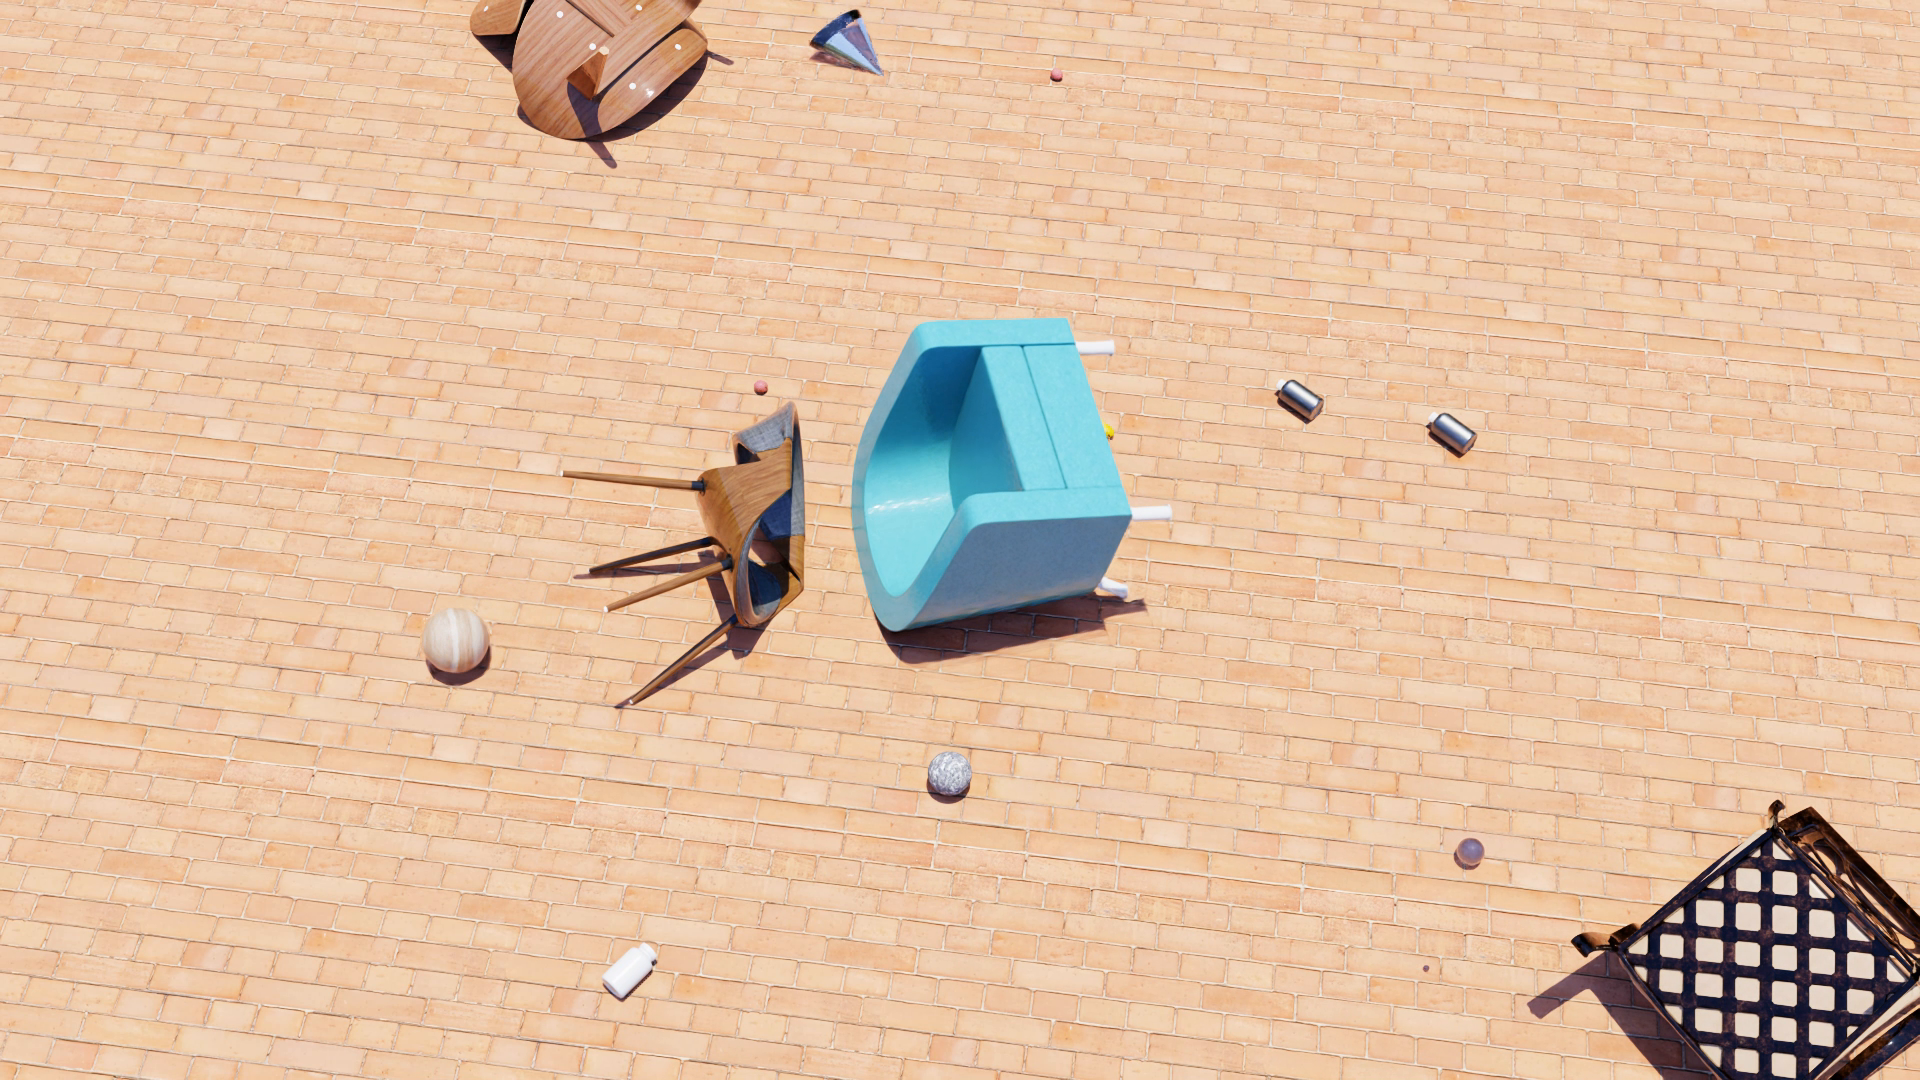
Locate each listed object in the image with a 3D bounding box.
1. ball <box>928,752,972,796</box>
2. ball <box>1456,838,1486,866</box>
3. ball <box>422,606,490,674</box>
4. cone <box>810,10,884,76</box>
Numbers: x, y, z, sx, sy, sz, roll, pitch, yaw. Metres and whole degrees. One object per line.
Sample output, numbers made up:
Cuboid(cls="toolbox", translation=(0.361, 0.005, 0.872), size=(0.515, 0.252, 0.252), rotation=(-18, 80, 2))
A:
Cuboid(cls="ball", translation=(-0.028, 0.644, 6.068), size=(0.123, 0.123, 0.123), rotation=(0, 56, 0))
Cuboid(cls="ball", translation=(1.385, 0.844, 5.962), size=(0.075, 0.075, 0.075), rotation=(0, 56, 0))
Cuboid(cls="ball", translation=(-1.438, 0.285, 6.269), size=(0.189, 0.189, 0.189), rotation=(0, 56, 0))
Cuboid(cls="cone", translation=(-0.351, -1.703, 7.680), size=(0.243, 0.123, 0.254), rotation=(-38, 78, -27))
